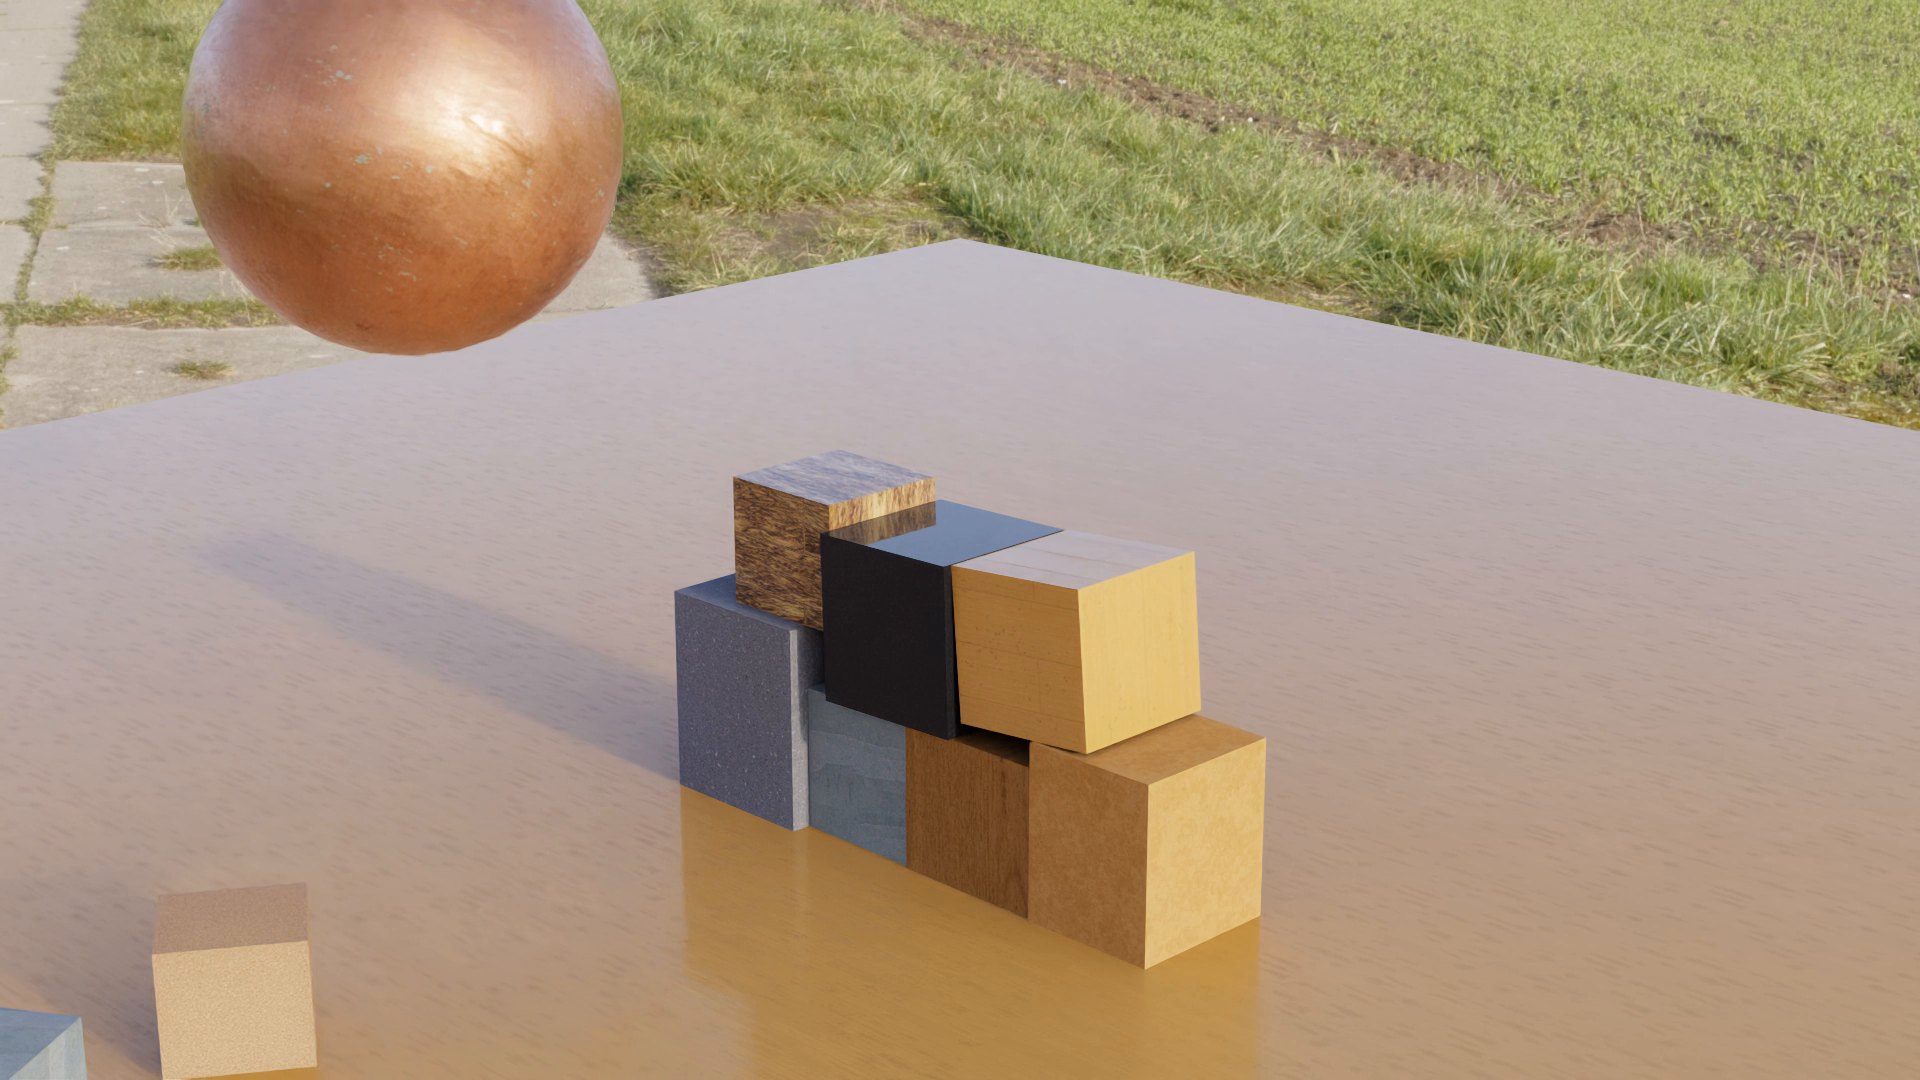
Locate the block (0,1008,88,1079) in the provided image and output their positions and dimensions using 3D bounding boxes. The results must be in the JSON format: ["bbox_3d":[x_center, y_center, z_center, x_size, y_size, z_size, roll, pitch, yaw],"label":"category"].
[{"bbox_3d":[-3.647,2.105,10.632,0.722,0.608,0.631,4,18,13],"label":"block"}]

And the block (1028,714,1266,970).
[{"bbox_3d":[0.819,1.274,12.878,0.773,0.847,0.688,-17,24,-42],"label":"block"}]

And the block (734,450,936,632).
[{"bbox_3d":[-0.596,-0.003,13.954,0.676,0.623,0.674,-17,24,-42],"label":"block"}]

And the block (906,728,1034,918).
[{"bbox_3d":[0.269,1.183,13.383,0.678,0.719,0.782,-17,24,-42],"label":"block"}]

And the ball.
[{"bbox_3d":[-2.033,-1.476,10.747,1.600,1.600,1.600,0,17,0],"label":"ball"}]

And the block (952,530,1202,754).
[{"bbox_3d":[0.516,0.433,12.954,0.751,0.728,0.761,-17,19,-42],"label":"block"}]

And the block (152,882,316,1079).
[{"bbox_3d":[-2.911,1.770,11.802,0.593,0.547,0.573,-4,18,-12],"label":"block"}]

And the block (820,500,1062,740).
[{"bbox_3d":[-0.074,0.350,13.495,0.803,0.809,0.775,14,22,43],"label":"block"}]

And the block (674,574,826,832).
[{"bbox_3d":[-0.775,0.722,14.366,0.885,1.008,0.839,-17,24,-42],"label":"block"}]

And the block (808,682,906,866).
[{"bbox_3d":[-0.220,1.025,13.911,0.727,0.704,0.672,-17,24,-42],"label":"block"}]
